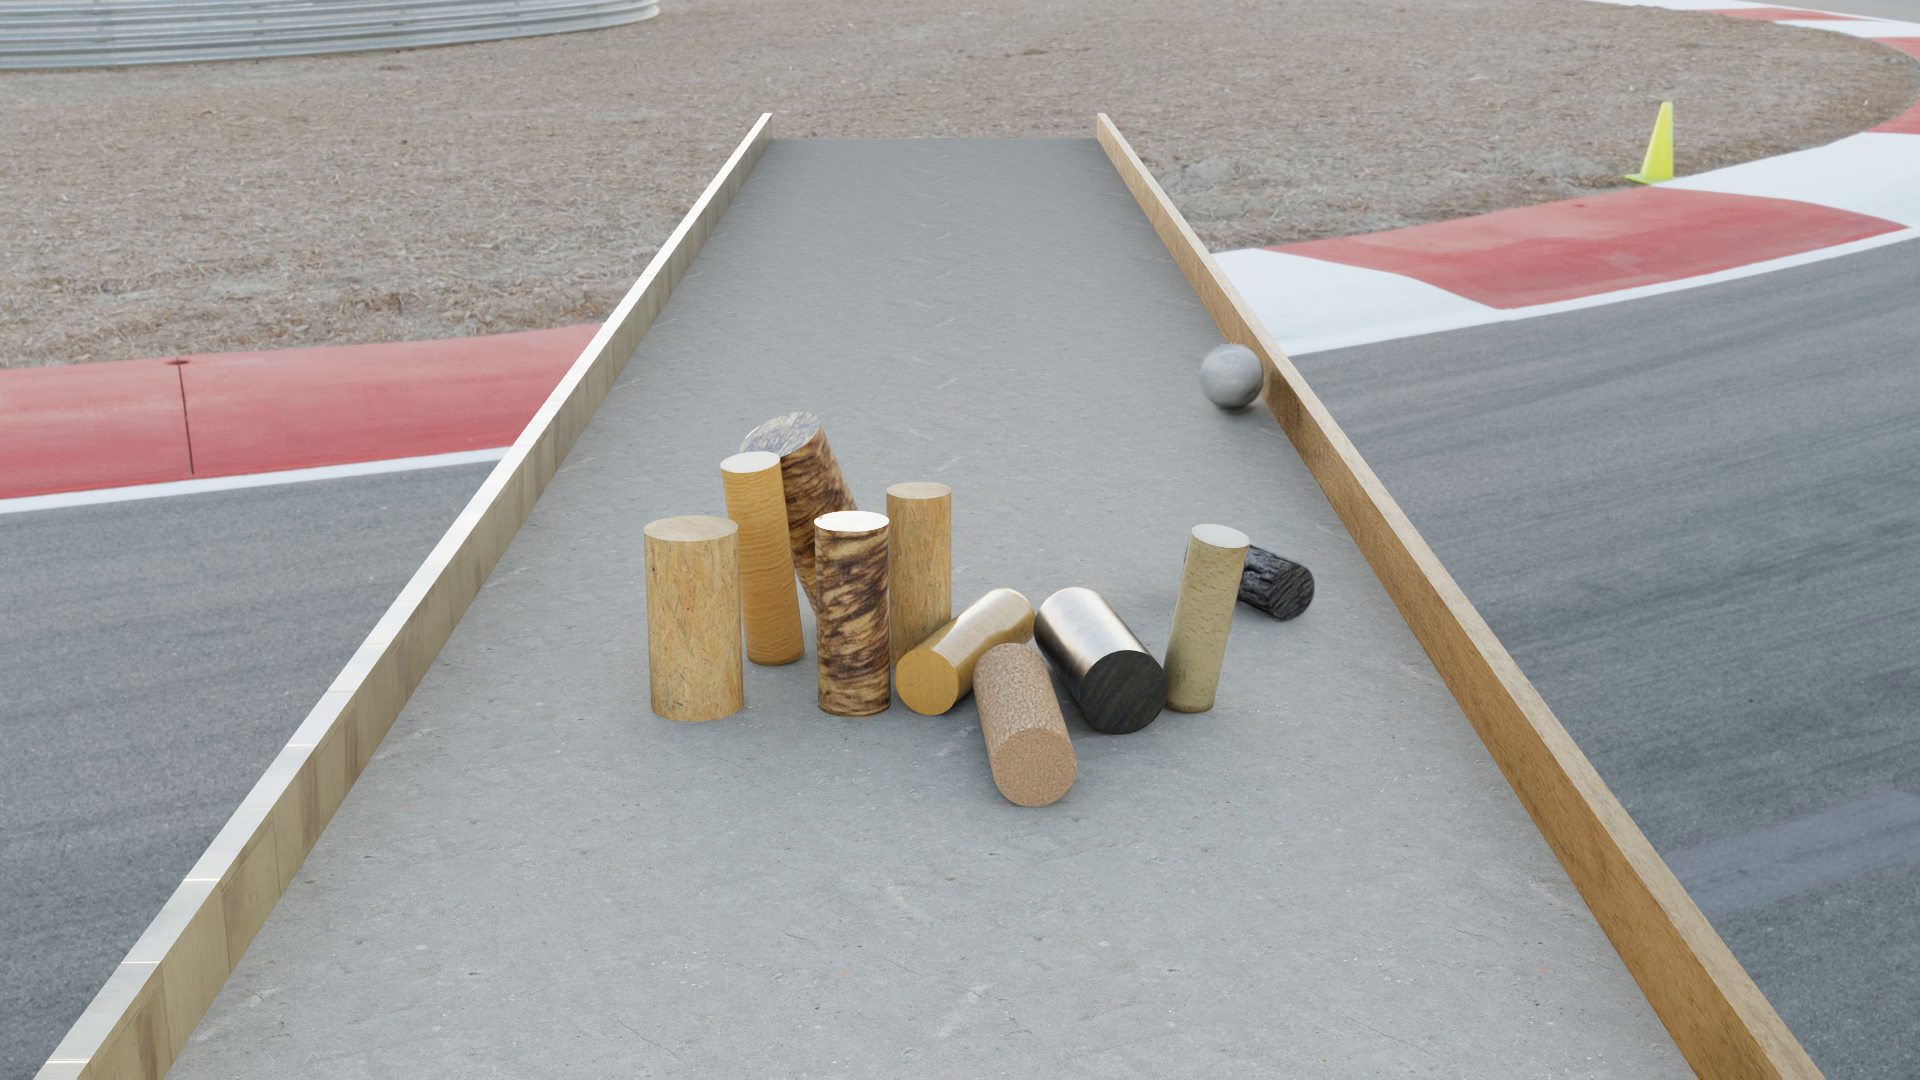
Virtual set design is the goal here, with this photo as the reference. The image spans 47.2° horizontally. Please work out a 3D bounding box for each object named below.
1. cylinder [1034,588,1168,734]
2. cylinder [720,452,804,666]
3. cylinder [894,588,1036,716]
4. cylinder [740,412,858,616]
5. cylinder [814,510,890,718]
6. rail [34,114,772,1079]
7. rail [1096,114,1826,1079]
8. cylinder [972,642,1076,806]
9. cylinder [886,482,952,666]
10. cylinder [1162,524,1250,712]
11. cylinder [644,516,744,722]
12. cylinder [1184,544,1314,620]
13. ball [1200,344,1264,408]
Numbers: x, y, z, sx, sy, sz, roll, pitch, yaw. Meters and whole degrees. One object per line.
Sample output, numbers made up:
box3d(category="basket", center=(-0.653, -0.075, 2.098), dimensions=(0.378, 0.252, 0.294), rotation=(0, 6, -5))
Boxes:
box3d(category="cylinder", center=(0.262, 0.225, 4.183), dimensions=(0.164, 0.164, 0.378), rotation=(-3, 17, -11))
box3d(category="cylinder", center=(-0.390, 0.038, 4.356), dimensions=(0.116, 0.412, 0.116), rotation=(-5, 22, 2))
box3d(category="cylinder", center=(0.015, 0.213, 4.282), dimensions=(0.131, 0.131, 0.401), rotation=(7, 18, 22))
box3d(category="cylinder", center=(-0.290, -0.033, 4.513), dimensions=(0.172, 0.438, 0.172), rotation=(-16, 31, 10))
box3d(category="cylinder", center=(-0.201, 0.139, 4.126), dimensions=(0.138, 0.362, 0.138), rotation=(0, 17, 0))
box3d(category="rail", center=(-1.118, -0.838, 7.780), dimensions=(0.050, 0.150, 12.000), rotation=(0, 17, -1))
box3d(category="rail", center=(0.932, -0.844, 7.801), dimensions=(0.050, 0.150, 12.000), rotation=(0, 17, -1))
box3d(category="cylinder", center=(0.110, 0.321, 3.898), dimensions=(0.143, 0.143, 0.432), rotation=(-1, 17, -4))
box3d(category="cylinder", center=(-0.081, 0.071, 4.372), dimensions=(0.128, 0.352, 0.128), rotation=(0, 17, 0))
box3d(category="cylinder", center=(0.453, 0.147, 4.111), dimensions=(0.108, 0.340, 0.108), rotation=(8, 23, -3))
box3d(category="cylinder", center=(-0.498, 0.145, 4.125), dimensions=(0.175, 0.350, 0.175), rotation=(0, 17, 0))
box3d(category="cylinder", center=(0.624, 0.073, 4.767), dimensions=(0.121, 0.121, 0.304), rotation=(-9, 19, -28))
box3d(category="ball", center=(0.806, -0.484, 6.521), dimensions=(0.190, 0.190, 0.190), rotation=(0, 17, 0))
